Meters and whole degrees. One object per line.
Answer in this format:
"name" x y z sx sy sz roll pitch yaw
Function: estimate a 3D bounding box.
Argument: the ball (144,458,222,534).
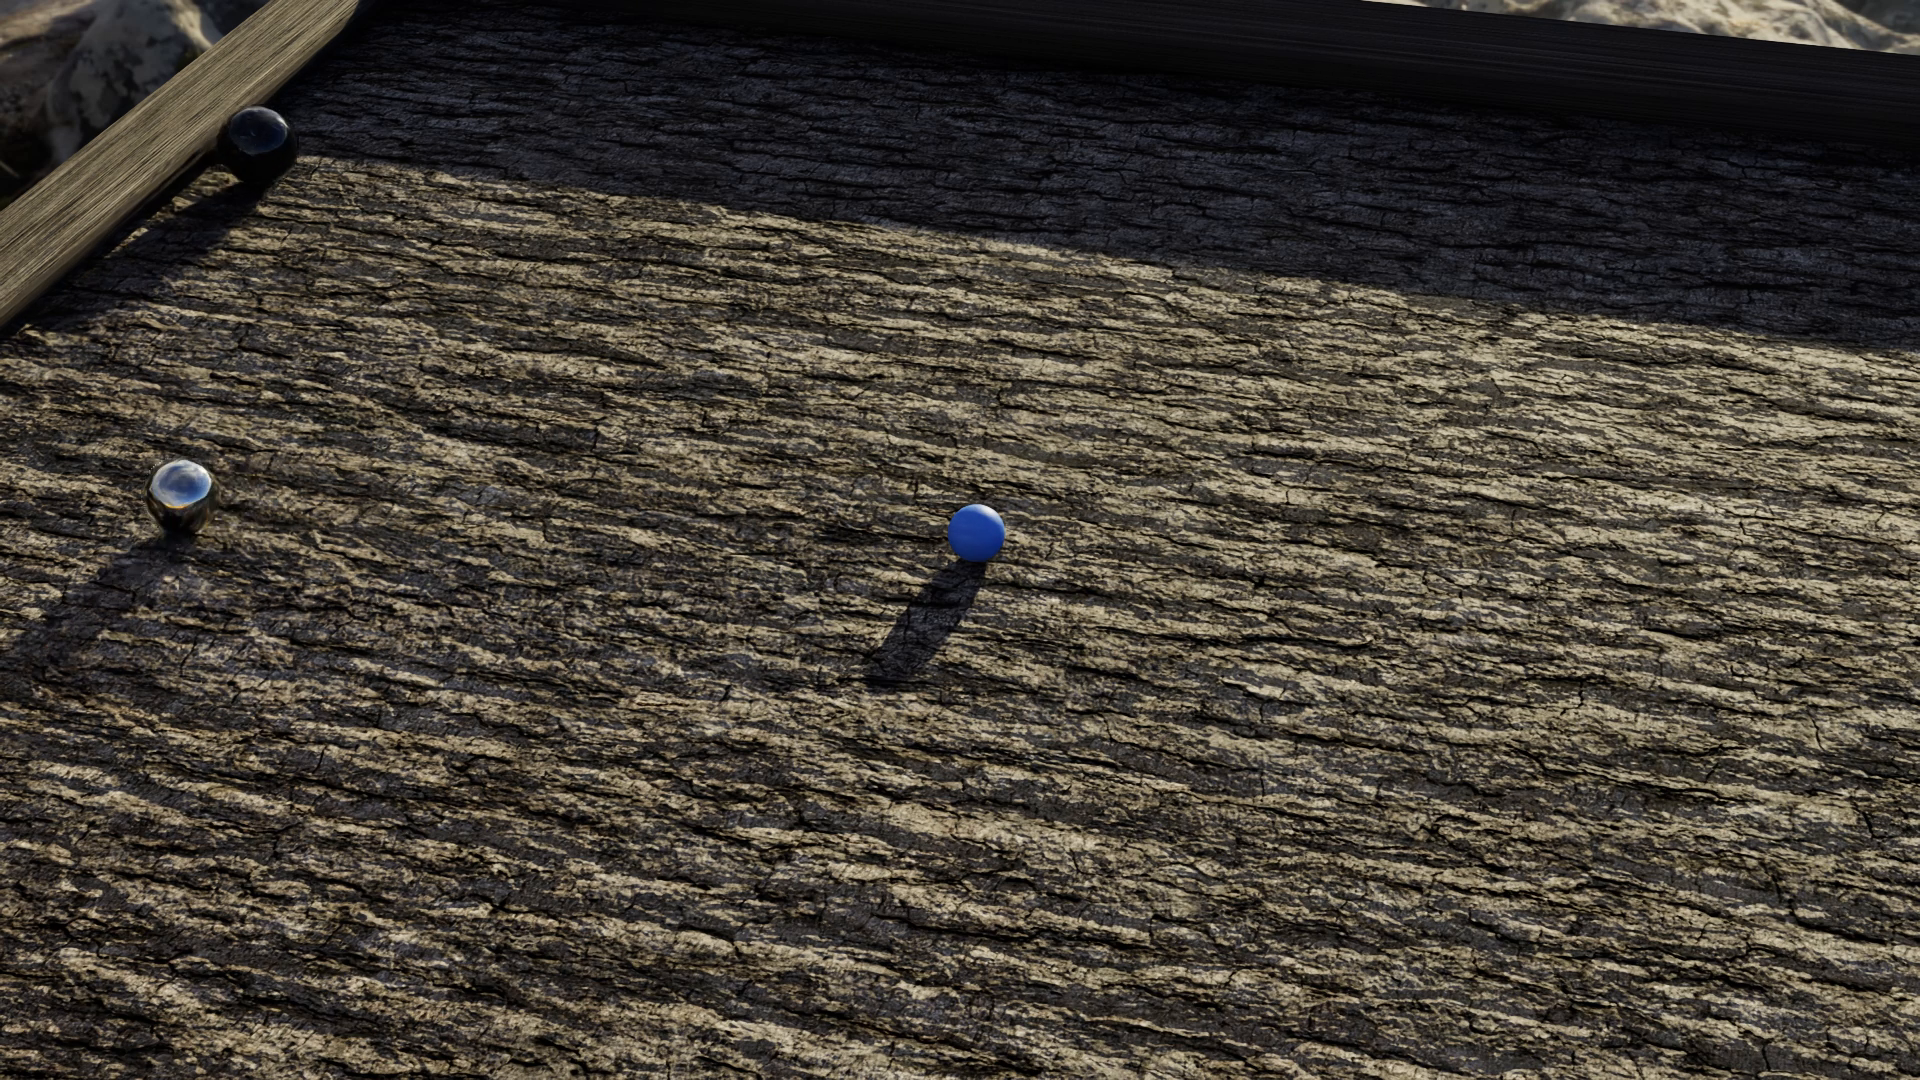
"ball" -0.624 -0.035 2.060 0.060 0.060 0.060 0 34 0

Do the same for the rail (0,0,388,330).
"rail" -0.892 -0.154 2.198 0.045 0.102 1.993 8 35 12

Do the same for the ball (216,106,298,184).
"ball" -0.707 -0.397 2.582 0.078 0.078 0.078 0 34 0

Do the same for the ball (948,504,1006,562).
"ball" 0.013 -0.005 2.029 0.046 0.046 0.046 0 34 0

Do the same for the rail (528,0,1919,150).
"rail" 1.166 -0.409 2.577 3.789 0.102 0.045 8 35 12
